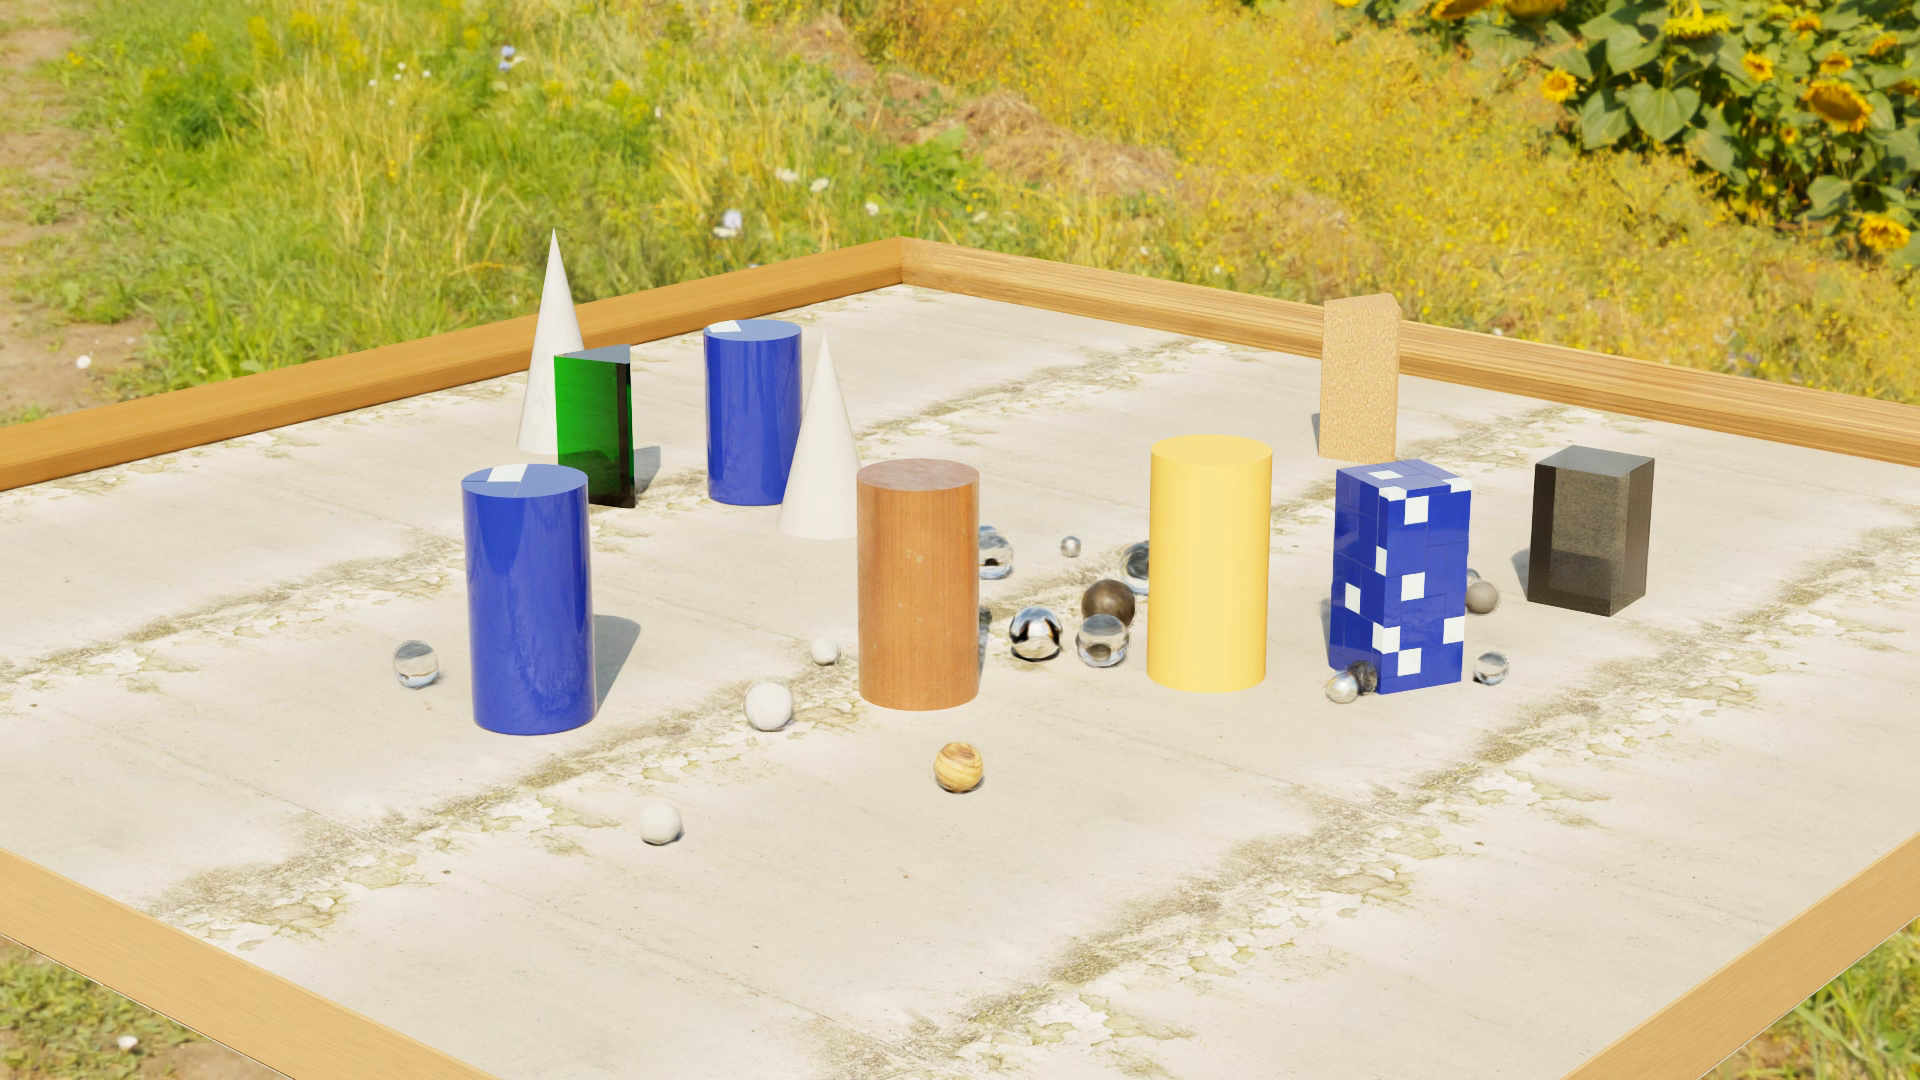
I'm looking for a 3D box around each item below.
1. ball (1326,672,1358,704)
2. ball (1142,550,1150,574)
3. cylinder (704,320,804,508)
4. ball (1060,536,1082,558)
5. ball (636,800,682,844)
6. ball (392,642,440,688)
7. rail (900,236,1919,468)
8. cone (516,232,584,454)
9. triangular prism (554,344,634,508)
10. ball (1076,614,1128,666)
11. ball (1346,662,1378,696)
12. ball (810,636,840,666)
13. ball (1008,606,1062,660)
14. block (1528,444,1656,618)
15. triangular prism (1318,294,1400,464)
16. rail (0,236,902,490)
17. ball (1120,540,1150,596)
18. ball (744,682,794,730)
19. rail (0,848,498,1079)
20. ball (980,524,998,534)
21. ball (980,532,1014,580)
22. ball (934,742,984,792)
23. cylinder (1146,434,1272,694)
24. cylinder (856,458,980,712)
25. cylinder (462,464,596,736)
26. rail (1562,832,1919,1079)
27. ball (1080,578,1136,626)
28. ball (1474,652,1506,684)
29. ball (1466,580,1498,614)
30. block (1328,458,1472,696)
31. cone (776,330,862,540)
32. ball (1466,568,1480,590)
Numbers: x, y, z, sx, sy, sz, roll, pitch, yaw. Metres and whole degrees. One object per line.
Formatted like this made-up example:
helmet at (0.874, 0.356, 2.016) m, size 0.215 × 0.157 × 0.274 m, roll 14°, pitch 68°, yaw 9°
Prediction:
ball at (0.599, 0.231, 4.589) m, size 0.050 × 0.050 × 0.050 m, roll 0°, pitch 17°, yaw 0°
ball at (0.346, 0.040, 5.227) m, size 0.047 × 0.047 × 0.047 m, roll 0°, pitch 17°, yaw 0°
cylinder at (-0.399, -0.248, 5.696) m, size 0.191 × 0.328 × 0.191 m, roll 0°, pitch 17°, yaw 0°
ball at (0.202, 0.013, 5.331) m, size 0.040 × 0.040 × 0.040 m, roll 0°, pitch 17°, yaw 0°
ball at (-0.416, 0.389, 4.048) m, size 0.062 × 0.062 × 0.062 m, roll 0°, pitch 17°, yaw 0°
ball at (-0.864, 0.198, 4.660) m, size 0.072 × 0.072 × 0.072 m, roll 0°, pitch 17°, yaw 0°
rail at (1.225, -0.377, 6.471) m, size 3.693 × 0.124 × 0.045 m, roll 14°, pitch 22°, yaw 39°
cone at (-0.829, -0.420, 6.048) m, size 0.191 × 0.454 × 0.191 m, roll 0°, pitch 17°, yaw 0°
triangular prism at (-0.676, -0.226, 5.693) m, size 0.166 × 0.287 × 0.143 m, roll 7°, pitch 18°, yaw 22°
ball at (0.231, 0.163, 4.754) m, size 0.086 × 0.086 × 0.086 m, roll 0°, pitch 17°, yaw 0°
ball at (0.633, 0.219, 4.625) m, size 0.052 × 0.052 × 0.052 m, roll 0°, pitch 17°, yaw 0°
ball at (-0.220, 0.180, 4.764) m, size 0.048 × 0.048 × 0.048 m, roll 0°, pitch 17°, yaw 0°
ball at (0.124, 0.151, 4.788) m, size 0.089 × 0.089 × 0.089 m, roll 0°, pitch 17°, yaw 0°
block at (1.091, -0.017, 5.071) m, size 0.153 × 0.248 × 0.153 m, roll 12°, pitch 20°, yaw 34°
triangular prism at (0.841, -0.332, 5.982) m, size 0.166 × 0.324 × 0.143 m, roll 10°, pitch 19°, yaw 29°
rail at (-1.376, -0.314, 6.265) m, size 0.045 × 0.124 × 3.784 m, roll 14°, pitch 22°, yaw 39°
ball at (0.325, 0.049, 5.114) m, size 0.096 × 0.096 × 0.096 m, roll 0°, pitch 17°, yaw 0°
ball at (-0.292, 0.253, 4.472) m, size 0.076 × 0.076 × 0.076 m, roll 0°, pitch 17°, yaw 0°
rail at (-1.225, 0.439, 3.770) m, size 3.693 × 0.124 × 0.045 m, roll 14°, pitch 22°, yaw 39°
ball at (0.048, -0.004, 5.369) m, size 0.050 × 0.050 × 0.050 m, roll 0°, pitch 17°, yaw 0°
ball at (0.052, 0.028, 5.204) m, size 0.084 × 0.084 × 0.084 m, roll 0°, pitch 17°, yaw 0°
ball at (-0.002, 0.327, 4.233) m, size 0.073 × 0.073 × 0.073 m, roll 0°, pitch 17°, yaw 0°
cylinder at (0.397, 0.036, 4.677) m, size 0.191 × 0.373 × 0.191 m, roll 0°, pitch 17°, yaw 0°
cylinder at (-0.065, 0.068, 4.600) m, size 0.191 × 0.356 × 0.191 m, roll 0°, pitch 17°, yaw 0°
cylinder at (-0.658, 0.090, 4.489) m, size 0.191 × 0.378 × 0.191 m, roll 0°, pitch 17°, yaw 0°
rail at (1.376, 0.377, 3.976) m, size 0.045 × 0.124 × 3.784 m, roll 14°, pitch 22°, yaw 39°
ball at (0.248, 0.111, 4.913) m, size 0.093 × 0.093 × 0.093 m, roll 0°, pitch 17°, yaw 0°
ball at (0.847, 0.205, 4.677) m, size 0.050 × 0.050 × 0.050 m, roll 0°, pitch 17°, yaw 0°
ball at (0.892, 0.099, 5.014) m, size 0.058 × 0.058 × 0.058 m, roll 0°, pitch 17°, yaw 0°
block at (0.701, 0.057, 4.678) m, size 0.153 × 0.332 × 0.153 m, roll -8°, pitch 18°, yaw -24°
cone at (-0.251, -0.210, 5.482) m, size 0.191 × 0.379 × 0.191 m, roll 0°, pitch 17°, yaw 0°
ball at (0.888, 0.071, 5.127) m, size 0.045 × 0.045 × 0.045 m, roll 0°, pitch 17°, yaw 0°
